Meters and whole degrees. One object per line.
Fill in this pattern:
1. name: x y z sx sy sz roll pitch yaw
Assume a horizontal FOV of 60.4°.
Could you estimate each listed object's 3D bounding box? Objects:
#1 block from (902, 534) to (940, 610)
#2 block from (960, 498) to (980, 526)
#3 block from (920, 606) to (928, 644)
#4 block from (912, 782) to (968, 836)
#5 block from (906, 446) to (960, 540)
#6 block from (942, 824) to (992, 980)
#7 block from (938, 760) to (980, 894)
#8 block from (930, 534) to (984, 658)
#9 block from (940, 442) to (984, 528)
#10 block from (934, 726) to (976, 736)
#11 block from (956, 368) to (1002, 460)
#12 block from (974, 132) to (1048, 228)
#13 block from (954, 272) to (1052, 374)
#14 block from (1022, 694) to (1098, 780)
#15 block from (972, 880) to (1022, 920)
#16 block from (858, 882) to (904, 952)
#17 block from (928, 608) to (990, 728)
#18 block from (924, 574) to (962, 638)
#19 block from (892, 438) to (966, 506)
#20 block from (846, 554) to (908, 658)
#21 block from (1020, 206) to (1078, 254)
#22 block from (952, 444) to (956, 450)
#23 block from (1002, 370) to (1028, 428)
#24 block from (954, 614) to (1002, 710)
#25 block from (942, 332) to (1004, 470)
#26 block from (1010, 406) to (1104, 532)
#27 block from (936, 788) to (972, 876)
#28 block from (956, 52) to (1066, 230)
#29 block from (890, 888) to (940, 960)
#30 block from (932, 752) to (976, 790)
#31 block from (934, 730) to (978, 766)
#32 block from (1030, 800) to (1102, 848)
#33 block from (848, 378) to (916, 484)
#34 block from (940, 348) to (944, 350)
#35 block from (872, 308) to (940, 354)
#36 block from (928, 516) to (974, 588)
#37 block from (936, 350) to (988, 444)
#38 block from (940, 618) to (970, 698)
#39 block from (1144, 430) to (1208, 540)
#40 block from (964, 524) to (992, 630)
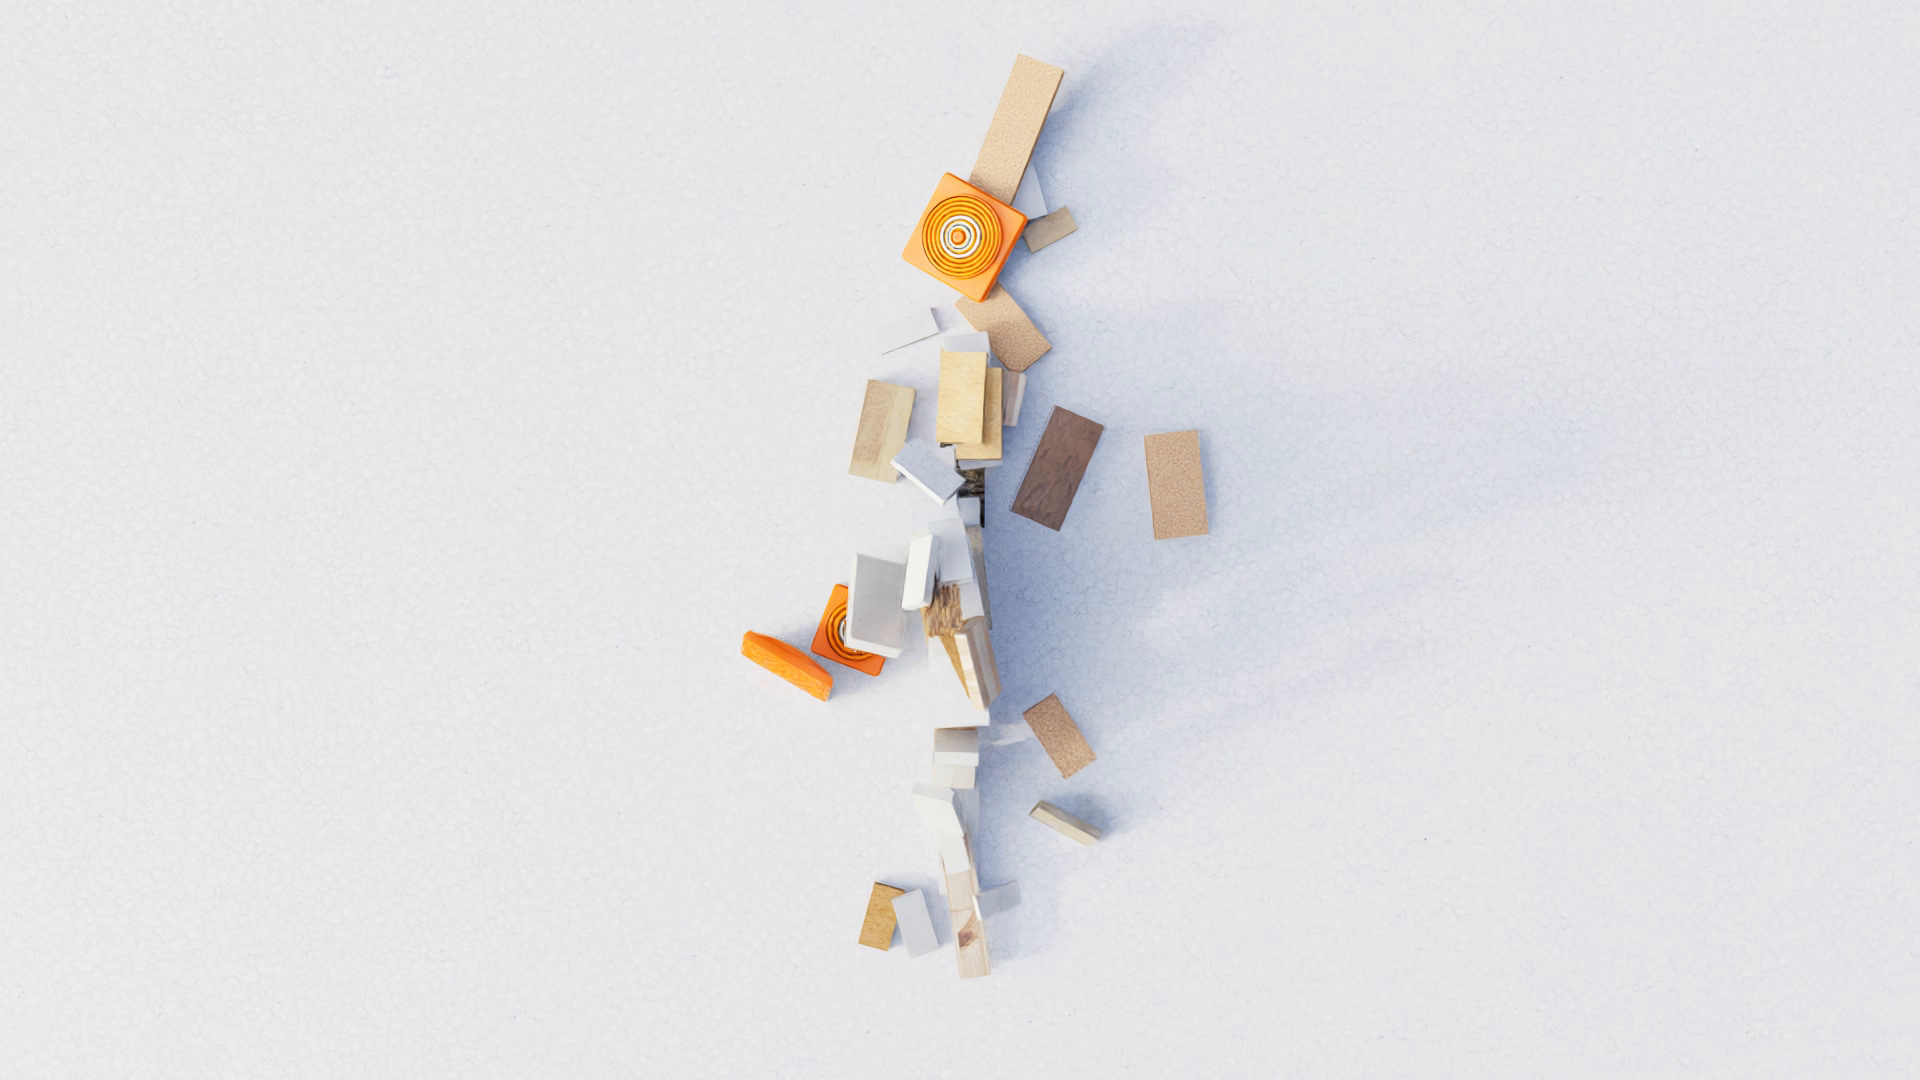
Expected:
1. block: -0.120 0.101 5.077 0.031 0.109 0.219 21 66 -32
2. block: -0.010 0.013 5.354 0.149 0.042 0.297 -1 87 0
3. block: -0.029 0.248 5.263 0.179 0.051 0.357 -11 95 1
4. block: -0.063 0.861 5.254 0.130 0.337 0.037 11 64 14
5. block: -0.087 -0.155 5.326 0.161 0.046 0.321 -9 53 7
6. block: 0.015 1.194 5.447 0.103 0.029 0.498 -8 90 0
7. block: -0.003 0.949 5.481 0.137 0.039 0.443 -1 90 0
8. block: -0.028 0.175 5.166 0.179 0.051 0.357 -11 81 -1
9. block: 0.007 -0.190 5.439 0.149 0.042 0.297 0 74 0
10. block: -0.016 0.597 5.367 0.134 0.038 0.268 2 87 0
11. block: 0.062 -0.410 5.352 0.147 0.042 0.293 0 89 7
12. block: 0.170 -1.209 5.477 0.159 0.045 0.318 -16 90 0
13. block: 0.143 -0.711 5.477 0.159 0.045 0.318 -40 90 0
14. block: 0.331 0.652 5.482 0.130 0.037 0.259 -33 90 0
15. block: 0.123 1.190 5.450 0.159 0.023 0.080 -16 94 -29
16. block: -0.262 1.252 5.485 0.103 0.029 0.207 15 90 0
17. block: -0.006 0.404 5.226 0.179 0.051 0.371 -3 95 0
18. block: -0.055 0.194 5.061 0.114 0.032 0.228 -6 49 1
19. block: -0.102 -0.218 5.276 0.219 0.031 0.109 39 63 11
20. block: -0.269 0.211 5.348 0.174 0.049 0.348 15 48 -15
21. block: 0.296 -1.032 5.488 0.174 0.025 0.087 -28 90 0
22. block: -0.005 -0.385 5.461 0.084 0.024 0.168 -16 74 -5
23. block: 0.159 -0.463 5.388 0.087 0.025 0.174 12 88 -6
24. block: 0.058 0.373 5.004 0.037 0.130 0.259 -1 115 31
25. block: 0.043 -0.455 5.409 0.147 0.042 0.440 -7 90 -6
26. block: 0.323 -0.236 5.475 0.174 0.049 0.380 23 90 0
27. block: -0.035 0.958 5.412 0.080 0.023 0.268 -17 74 7
28. block: 0.166 -1.304 5.409 0.159 0.045 0.548 23 98 10
29. block: -0.149 1.272 5.467 0.103 0.029 0.207 -18 96 -9
30. block: -0.021 0.746 5.329 0.137 0.274 0.039 2 65 0
31. block: -0.012 0.653 5.206 0.137 0.274 0.039 1 98 0
32. block: 0.348 0.936 5.442 0.228 0.114 0.032 28 63 0
33. block: -0.257 -0.360 5.477 0.161 0.046 0.321 12 90 0
34. block: -0.005 -0.563 5.460 0.084 0.024 0.168 -12 75 -6
35. block: -0.181 -0.694 5.488 0.206 0.025 0.087 -21 90 0
36. block: -0.029 0.036 5.125 0.109 0.031 0.219 -9 60 0
37. block: 0.006 -0.459 5.318 0.147 0.042 0.293 3 90 7
38. block: 0.031 0.362 5.074 0.114 0.032 0.228 -28 113 -8
39. block: 0.717 -0.182 5.475 0.174 0.049 0.348 -6 90 0
40. block: 0.006 0.128 5.300 0.161 0.046 0.341 -7 95 0
